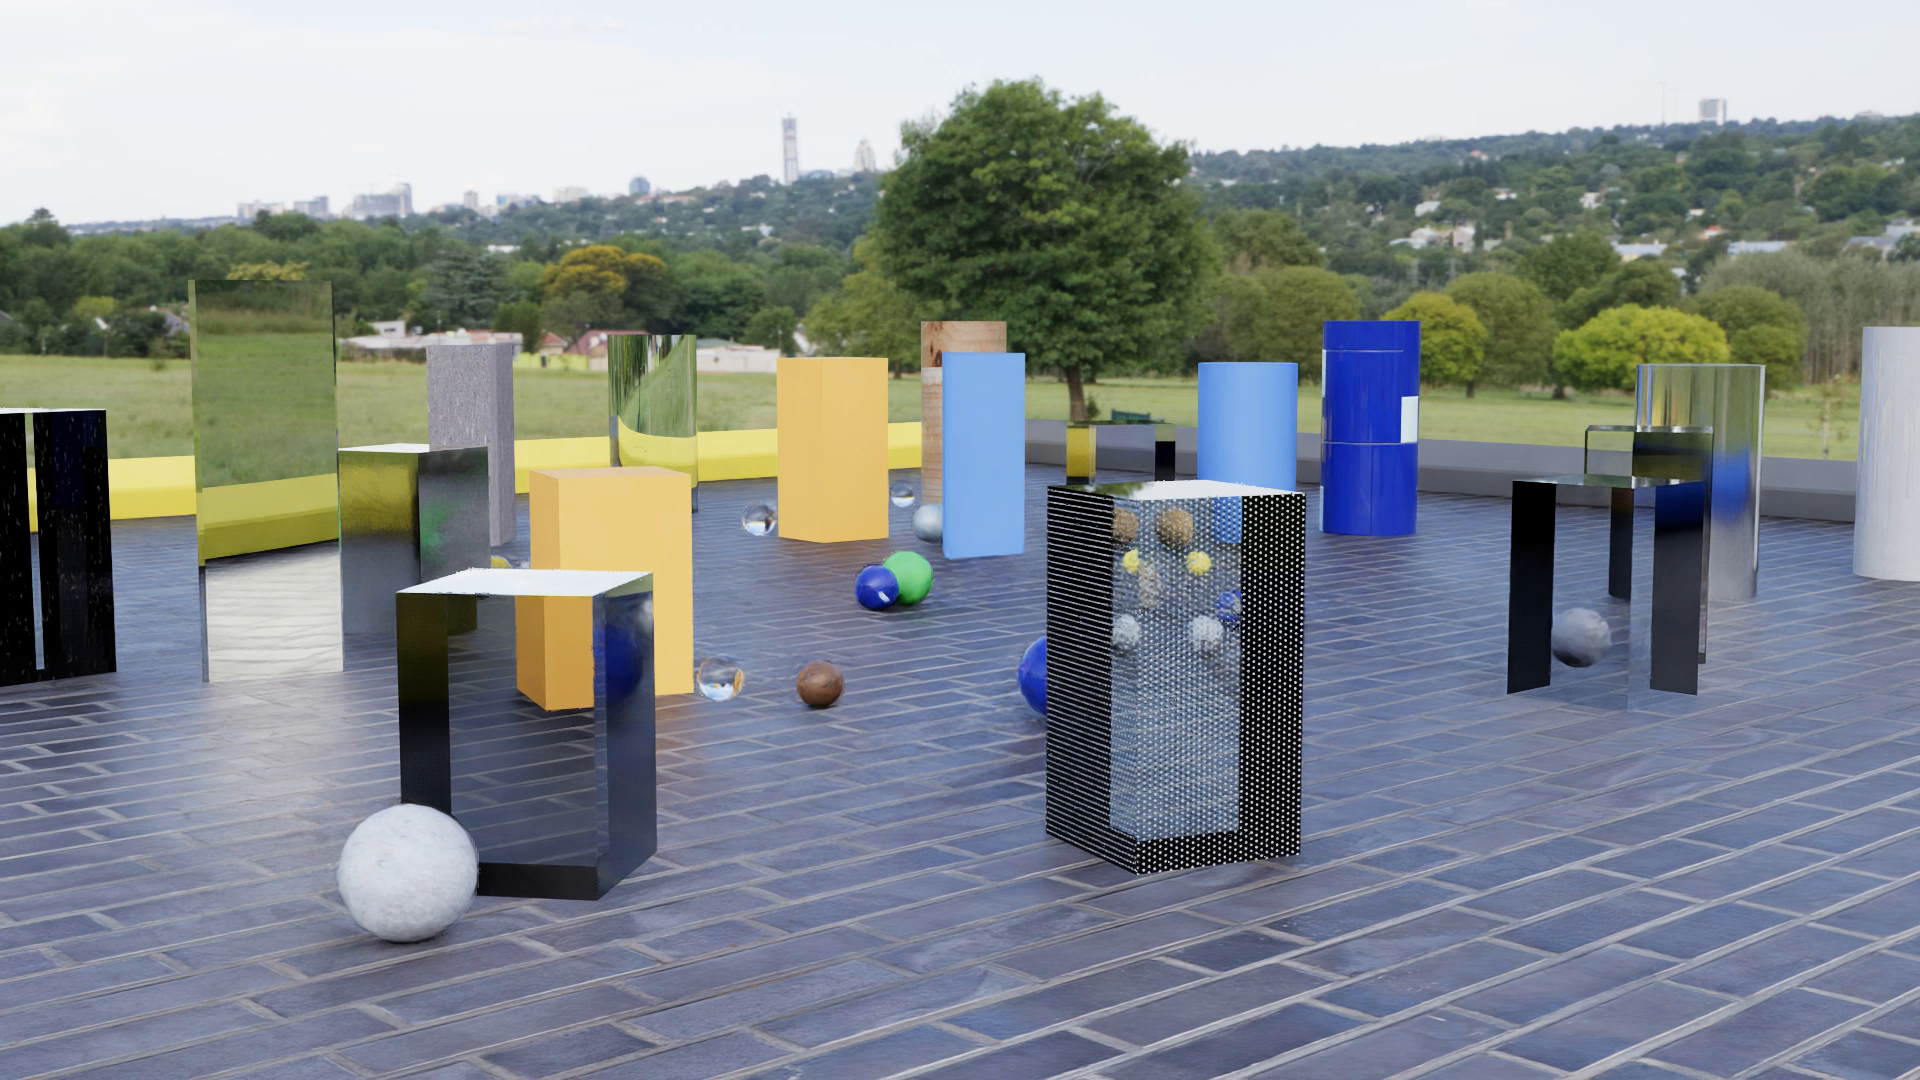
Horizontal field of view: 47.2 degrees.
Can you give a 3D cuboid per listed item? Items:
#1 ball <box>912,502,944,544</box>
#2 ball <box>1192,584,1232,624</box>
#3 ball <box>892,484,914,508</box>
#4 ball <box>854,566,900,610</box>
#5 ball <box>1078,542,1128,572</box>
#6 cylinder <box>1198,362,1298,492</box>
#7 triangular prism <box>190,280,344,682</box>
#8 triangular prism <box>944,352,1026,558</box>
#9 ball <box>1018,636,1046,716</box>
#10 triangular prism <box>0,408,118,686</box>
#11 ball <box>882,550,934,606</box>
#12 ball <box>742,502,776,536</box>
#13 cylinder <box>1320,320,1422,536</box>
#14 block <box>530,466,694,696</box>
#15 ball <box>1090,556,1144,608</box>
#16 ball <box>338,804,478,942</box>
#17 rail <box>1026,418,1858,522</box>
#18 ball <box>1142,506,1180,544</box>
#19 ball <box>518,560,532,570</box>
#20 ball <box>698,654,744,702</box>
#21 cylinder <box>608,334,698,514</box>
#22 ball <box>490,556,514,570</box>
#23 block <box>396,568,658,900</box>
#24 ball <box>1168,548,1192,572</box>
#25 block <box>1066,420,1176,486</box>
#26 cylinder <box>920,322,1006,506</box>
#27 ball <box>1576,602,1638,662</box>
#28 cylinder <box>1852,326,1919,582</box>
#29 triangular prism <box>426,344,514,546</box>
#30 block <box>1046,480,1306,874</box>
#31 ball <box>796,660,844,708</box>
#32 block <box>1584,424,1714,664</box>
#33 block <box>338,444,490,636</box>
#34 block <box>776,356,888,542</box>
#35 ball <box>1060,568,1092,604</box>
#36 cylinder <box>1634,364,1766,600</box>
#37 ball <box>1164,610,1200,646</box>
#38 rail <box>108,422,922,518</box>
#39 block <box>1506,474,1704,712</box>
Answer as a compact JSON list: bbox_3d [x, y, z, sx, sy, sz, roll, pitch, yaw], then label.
[{"bbox_3d":[-0.052,-0.032,4.149,0.076,0.076,0.076,0,6,0],"label":"ball"},{"bbox_3d":[0.357,0.091,3.114,0.056,0.056,0.056,0,6,0],"label":"ball"},{"bbox_3d":[-0.129,-0.100,4.948,0.053,0.053,0.053,0,6,0],"label":"ball"},{"bbox_3d":[-0.124,0.071,3.255,0.067,0.067,0.067,0,6,0],"label":"ball"},{"bbox_3d":[0.226,0.043,3.448,0.082,0.082,0.082,0,6,0],"label":"ball"},{"bbox_3d":[0.561,-0.175,4.299,0.193,0.339,0.193,0,6,0],"label":"cylinder"},{"bbox_3d":[-0.868,-0.078,2.709,0.167,0.478,0.145,-4,7,-31],"label":"triangular prism"},{"bbox_3d":[0.010,-0.159,4.022,0.167,0.365,0.145,-4,7,-33],"label":"triangular prism"},{"bbox_3d":[0.109,0.148,2.397,0.093,0.093,0.093,0,6,0],"label":"ball"},{"bbox_3d":[-1.149,0.003,2.679,0.145,0.323,0.167,5,8,39],"label":"triangular prism"},{"bbox_3d":[-0.081,0.057,3.314,0.082,0.082,0.082,0,6,0],"label":"ball"},{"bbox_3d":[-0.395,-0.041,4.325,0.066,0.066,0.066,0,6,0],"label":"ball"},{"bbox_3d":[0.820,-0.227,4.400,0.193,0.420,0.193,0,6,0],"label":"cylinder"},{"bbox_3d":[-0.411,0.047,2.589,0.154,0.254,0.154,-3,7,-23],"label":"block"},{"bbox_3d":[0.232,0.063,3.272,0.080,0.080,0.080,0,6,0],"label":"ball"},{"bbox_3d":[-0.390,0.235,1.553,0.096,0.096,0.096,0,6,0],"label":"ball"},{"bbox_3d":[1.636,-0.125,4.834,0.045,0.125,4.406,-6,8,-42],"label":"rail"},{"bbox_3d":[0.380,-0.028,4.162,0.074,0.074,0.074,0,6,0],"label":"ball"},{"bbox_3d":[-0.671,0.058,3.453,0.052,0.052,0.052,0,6,0],"label":"ball"},{"bbox_3d":[-0.272,0.157,2.506,0.053,0.053,0.053,0,6,0],"label":"ball"},{"bbox_3d":[-0.672,-0.255,4.818,0.193,0.388,0.193,0,6,0],"label":"cylinder"},{"bbox_3d":[-0.730,0.054,3.451,0.059,0.059,0.059,0,6,0],"label":"ball"},{"bbox_3d":[-0.338,0.148,1.735,0.154,0.232,0.154,1,6,9],"label":"block"},{"bbox_3d":[0.375,0.033,3.737,0.041,0.041,0.041,0,6,0],"label":"ball"},{"bbox_3d":[0.294,-0.098,4.043,0.154,0.238,0.154,-2,6,-17],"label":"block"},{"bbox_3d":[0.009,-0.284,4.957,0.193,0.417,0.193,0,6,0],"label":"cylinder"},{"bbox_3d":[0.792,0.113,2.693,0.072,0.072,0.072,0,6,0],"label":"ball"},{"bbox_3d":[1.604,-0.148,3.674,0.193,0.415,0.193,0,6,0],"label":"cylinder"},{"bbox_3d":[-0.910,-0.187,4.234,0.167,0.376,0.145,3,7,30],"label":"triangular prism"},{"bbox_3d":[0.176,0.106,1.822,0.154,0.297,0.154,-3,7,-25],"label":"block"},{"bbox_3d":[-0.157,0.161,2.464,0.053,0.053,0.053,0,6,0],"label":"ball"},{"bbox_3d":[0.889,0.001,2.848,0.154,0.291,0.154,2,6,18],"label":"block"},{"bbox_3d":[-0.765,-0.002,3.064,0.154,0.252,0.154,3,7,24],"label":"block"},{"bbox_3d":[-0.248,-0.180,4.288,0.154,0.349,0.154,-5,8,-39],"label":"block"},{"bbox_3d":[0.179,0.069,3.327,0.056,0.056,0.056,0,6,0],"label":"ball"},{"bbox_3d":[1.155,-0.096,3.449,0.193,0.358,0.193,0,6,0],"label":"cylinder"},{"bbox_3d":[0.293,0.116,2.910,0.049,0.049,0.049,0,6,0],"label":"ball"},{"bbox_3d":[-1.478,-0.135,4.925,4.501,0.125,0.045,-6,8,-42],"label":"rail"},{"bbox_3d":[0.743,0.056,2.532,0.154,0.249,0.154,-6,8,-43],"label":"block"}]
